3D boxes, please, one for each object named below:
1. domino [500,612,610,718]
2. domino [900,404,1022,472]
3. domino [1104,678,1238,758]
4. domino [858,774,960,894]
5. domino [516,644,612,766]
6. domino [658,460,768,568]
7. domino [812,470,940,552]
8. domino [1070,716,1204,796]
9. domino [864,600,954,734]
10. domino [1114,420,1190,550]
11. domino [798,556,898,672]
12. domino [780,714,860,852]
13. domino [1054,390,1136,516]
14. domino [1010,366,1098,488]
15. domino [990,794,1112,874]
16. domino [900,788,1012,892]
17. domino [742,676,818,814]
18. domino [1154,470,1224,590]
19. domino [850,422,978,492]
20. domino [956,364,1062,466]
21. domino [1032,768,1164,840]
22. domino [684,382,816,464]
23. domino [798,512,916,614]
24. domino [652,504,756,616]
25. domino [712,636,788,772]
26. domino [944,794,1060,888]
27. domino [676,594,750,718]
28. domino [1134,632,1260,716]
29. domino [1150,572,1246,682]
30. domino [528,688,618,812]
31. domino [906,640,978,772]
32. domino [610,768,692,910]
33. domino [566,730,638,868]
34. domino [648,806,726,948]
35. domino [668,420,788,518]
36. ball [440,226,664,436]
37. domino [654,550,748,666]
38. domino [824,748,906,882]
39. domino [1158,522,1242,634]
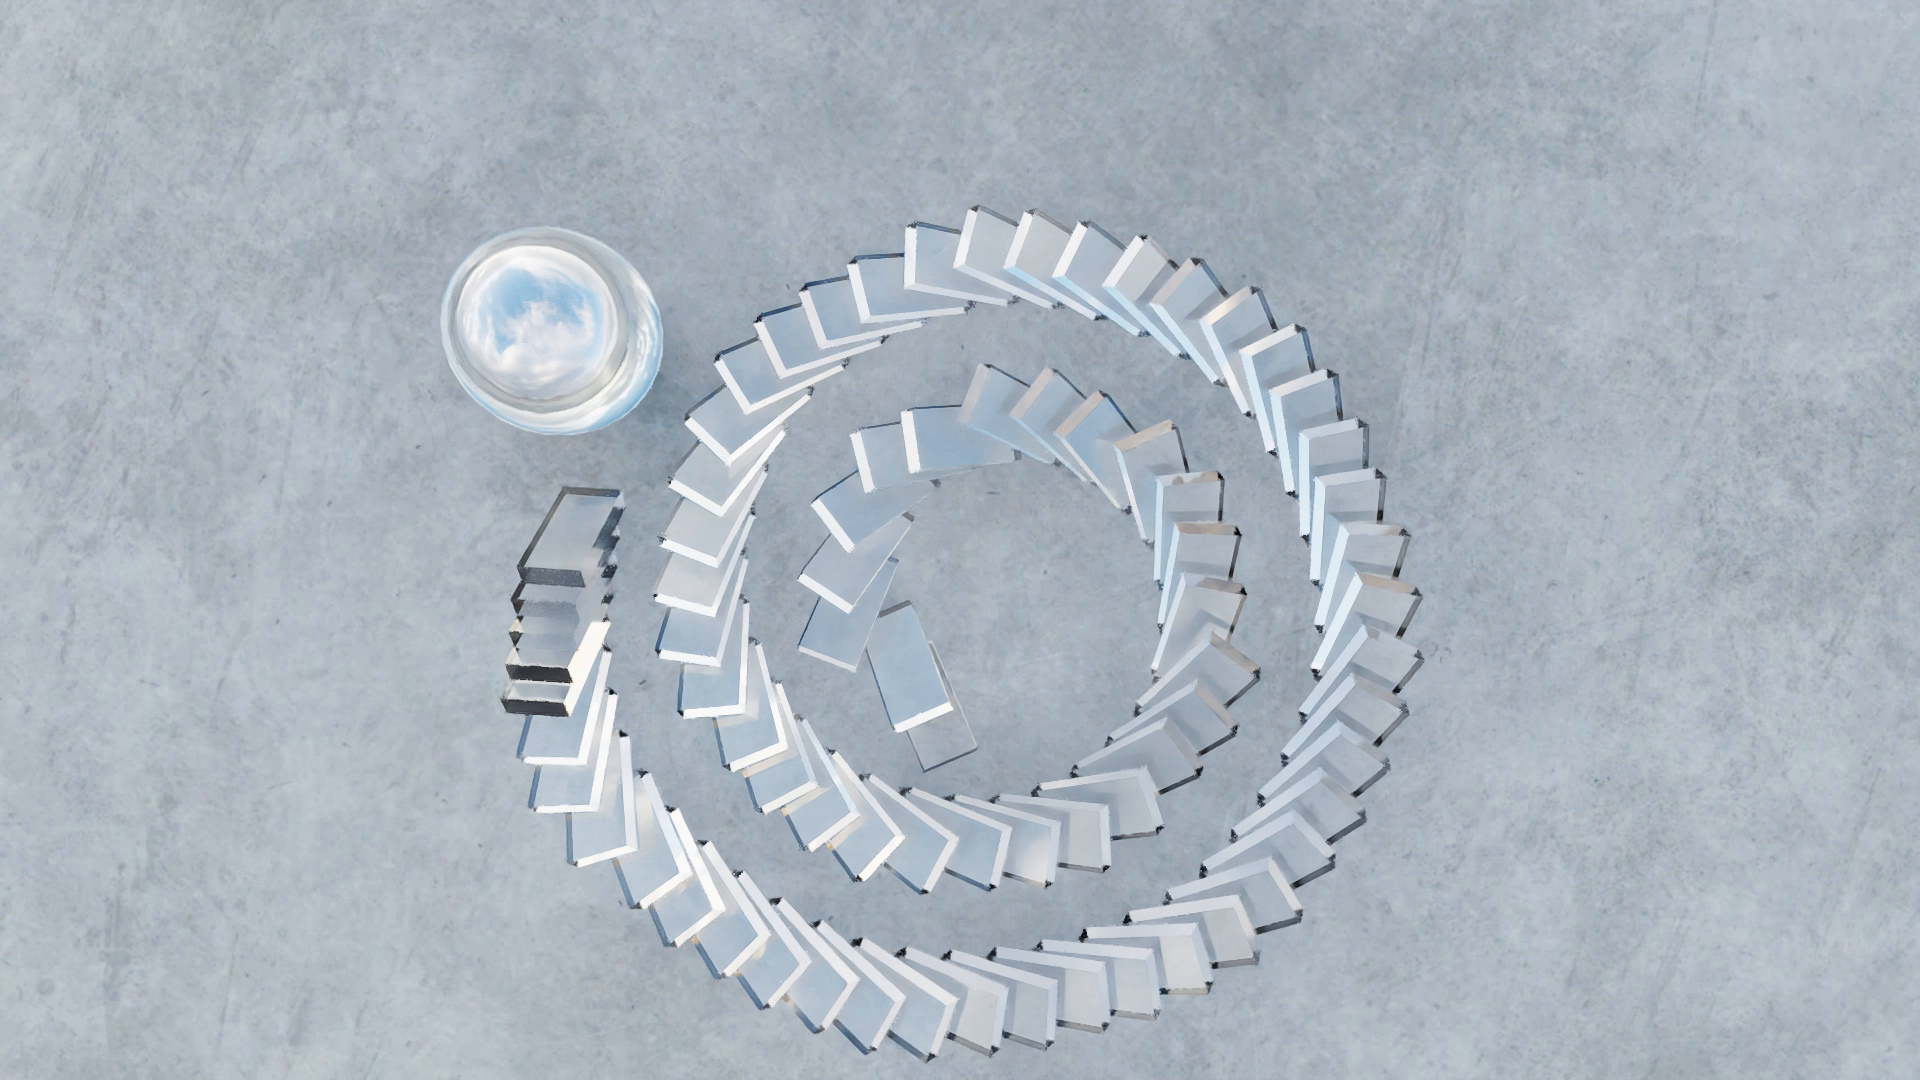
[{"bbox_3d":[-0.166,0.049,0.379,0.025,0.050,0.010,4,133,0],"label":"domino"},{"bbox_3d":[0.001,-0.043,0.383,0.050,0.010,0.025,-8,90,-31],"label":"domino"},{"bbox_3d":[0.088,0.082,0.383,0.025,0.009,0.050,48,121,-1],"label":"domino"},{"bbox_3d":[-0.027,0.122,0.383,0.050,0.009,0.025,28,90,30],"label":"domino"},{"bbox_3d":[-0.165,0.068,0.383,0.025,0.010,0.050,2,60,0],"label":"domino"},{"bbox_3d":[-0.102,-0.015,0.384,0.025,0.009,0.050,21,61,0],"label":"domino"},{"bbox_3d":[-0.034,-0.019,0.383,0.050,0.009,0.025,-37,90,-31],"label":"domino"},{"bbox_3d":[0.073,0.096,0.383,0.050,0.010,0.025,-36,90,31],"label":"domino"},{"bbox_3d":[-0.024,0.052,0.383,0.025,0.010,0.050,-23,60,0],"label":"domino"},{"bbox_3d":[0.083,-0.023,0.383,0.025,0.009,0.050,-23,121,0],"label":"domino"},{"bbox_3d":[-0.047,0.027,0.386,0.025,0.010,0.050,21,67,0],"label":"domino"},{"bbox_3d":[-0.065,0.101,0.384,0.025,0.010,0.050,-37,60,0],"label":"domino"},{"bbox_3d":[0.064,-0.036,0.383,0.025,0.010,0.050,-45,121,0],"label":"domino"},{"bbox_3d":[0.047,-0.047,0.383,0.050,0.009,0.025,37,90,-31],"label":"domino"},{"bbox_3d":[0.037,0.122,0.383,0.050,0.009,0.025,-3,91,30],"label":"domino"},{"bbox_3d":[-0.005,0.124,0.384,0.050,0.010,0.025,13,90,30],"label":"domino"},{"bbox_3d":[-0.080,0.085,0.384,0.025,0.010,0.050,-28,61,0],"label":"domino"},{"bbox_3d":[0.095,-0.003,0.383,0.025,0.009,0.050,-6,120,-1],"label":"domino"},{"bbox_3d":[-0.019,-0.037,0.383,0.050,0.009,0.025,-14,89,-30],"label":"domino"},{"bbox_3d":[0.025,-0.052,0.383,0.050,0.009,0.025,22,90,-32],"label":"domino"},{"bbox_3d":[0.057,0.112,0.383,0.050,0.009,0.025,-18,90,31],"label":"domino"},{"bbox_3d":[-0.087,-0.057,0.383,0.025,0.009,0.050,44,60,0],"label":"domino"},{"bbox_3d":[-0.043,0.003,0.383,0.025,0.009,0.050,34,60,0],"label":"domino"},{"bbox_3d":[-0.107,0.005,0.384,0.025,0.009,0.050,15,61,0],"label":"domino"},{"bbox_3d":[-0.091,0.068,0.384,0.025,0.009,0.050,-22,60,0],"label":"domino"},{"bbox_3d":[0.016,0.125,0.383,0.050,0.010,0.025,6,90,30],"label":"domino"},{"bbox_3d":[-0.103,0.048,0.383,0.025,0.009,0.050,-5,60,0],"label":"domino"},{"bbox_3d":[0.098,0.063,0.382,0.025,0.009,0.050,36,122,-2],"label":"domino"},{"bbox_3d":[0.099,0.039,0.384,0.025,0.010,0.050,11,119,0],"label":"domino"},{"bbox_3d":[-0.161,0.087,0.383,0.025,0.010,0.050,-2,60,0],"label":"domino"},{"bbox_3d":[-0.014,0.072,0.395,0.025,0.010,0.050,-23,90,0],"label":"domino"},{"bbox_3d":[-0.134,0.125,0.384,0.025,0.010,0.050,-35,62,0],"label":"domino"},{"bbox_3d":[-0.151,0.107,0.383,0.025,0.010,0.050,-16,60,0],"label":"domino"},{"bbox_3d":[-0.121,0.140,0.384,0.025,0.010,0.050,-38,62,0],"label":"domino"},{"bbox_3d":[-0.096,-0.036,0.384,0.025,0.010,0.050,31,61,0],"label":"domino"},{"bbox_3d":[-0.158,-0.081,0.360,0.080,0.080,0.080,0,90,0],"label":"ball"},{"bbox_3d":[-0.107,0.026,0.384,0.025,0.009,0.050,8,61,0],"label":"domino"},{"bbox_3d":[-0.048,0.114,0.383,0.025,0.010,0.050,-47,60,0],"label":"domino"},{"bbox_3d":[0.099,0.017,0.383,0.025,0.009,0.050,2,119,-1],"label":"domino"}]
